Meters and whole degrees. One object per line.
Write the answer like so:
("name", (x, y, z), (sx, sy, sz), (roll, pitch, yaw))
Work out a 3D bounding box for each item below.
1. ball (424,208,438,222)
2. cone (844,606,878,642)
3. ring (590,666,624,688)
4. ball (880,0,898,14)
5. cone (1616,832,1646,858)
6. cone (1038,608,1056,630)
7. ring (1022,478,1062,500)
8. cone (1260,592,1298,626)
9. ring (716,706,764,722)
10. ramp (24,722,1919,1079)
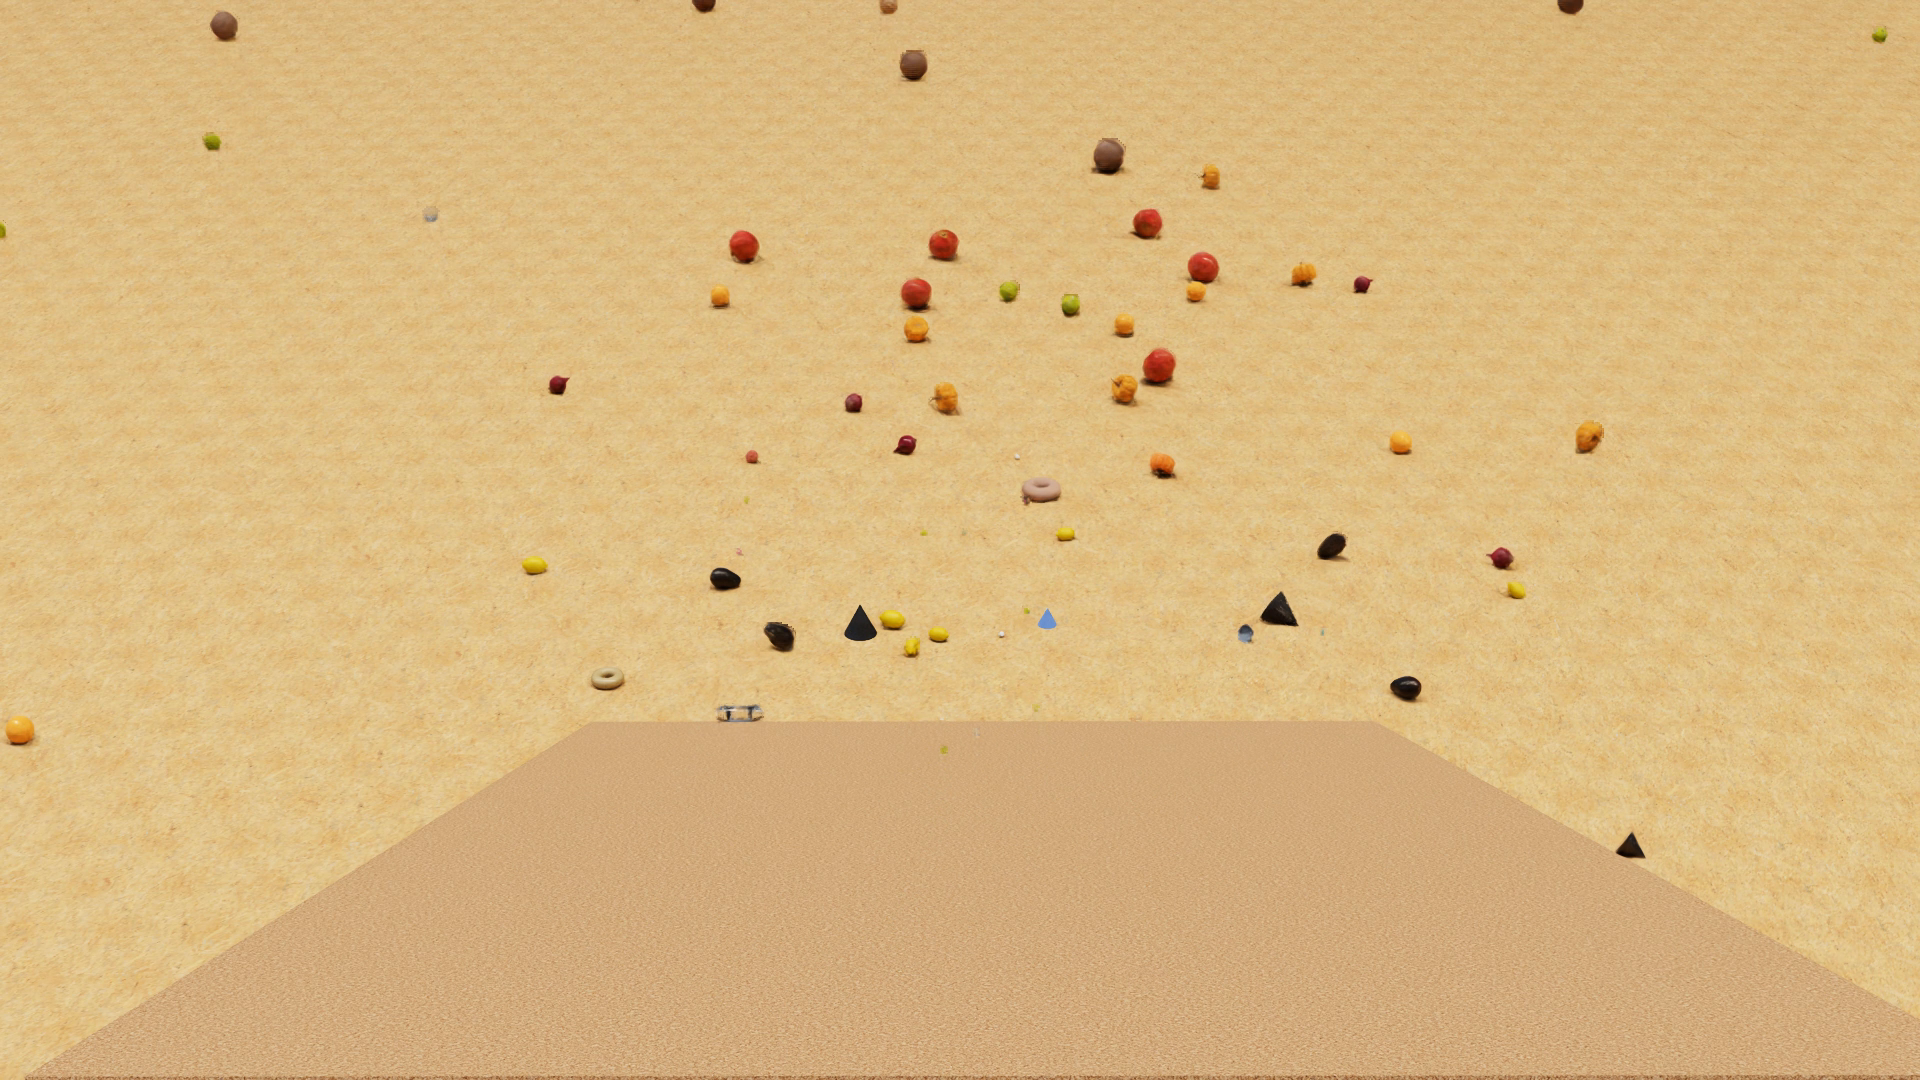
("ball", (-2.079, -1.277, 10.147), (0.055, 0.055, 0.055), (0, 27, 0))
("cone", (-0.277, 0.218, 7.163), (0.093, 0.093, 0.093), (0, 27, 0))
("ring", (-0.947, 0.370, 6.933), (0.090, 0.030, 0.090), (-1, 27, 1))
("ball", (-0.352, -2.659, 12.823), (0.094, 0.094, 0.094), (0, 27, 0))
("cone", (1.620, 0.743, 6.198), (0.066, 0.066, 0.066), (38, 38, 12))
("cone", (0.245, 0.212, 7.216), (0.054, 0.054, 0.054), (0, 27, 0))
("ring", (0.251, -0.158, 7.960), (0.122, 0.041, 0.122), (-1, 26, 0))
("cone", (0.911, 0.211, 7.231), (0.098, 0.098, 0.098), (40, 40, 13))
("ring", (-0.566, 0.446, 6.624), (0.124, 0.041, 0.124), (0, -3, 0))
("ramp", (0.061, 0.550, 4.586), (2.000, 0.100, 4.000), (0, 1, 0))
